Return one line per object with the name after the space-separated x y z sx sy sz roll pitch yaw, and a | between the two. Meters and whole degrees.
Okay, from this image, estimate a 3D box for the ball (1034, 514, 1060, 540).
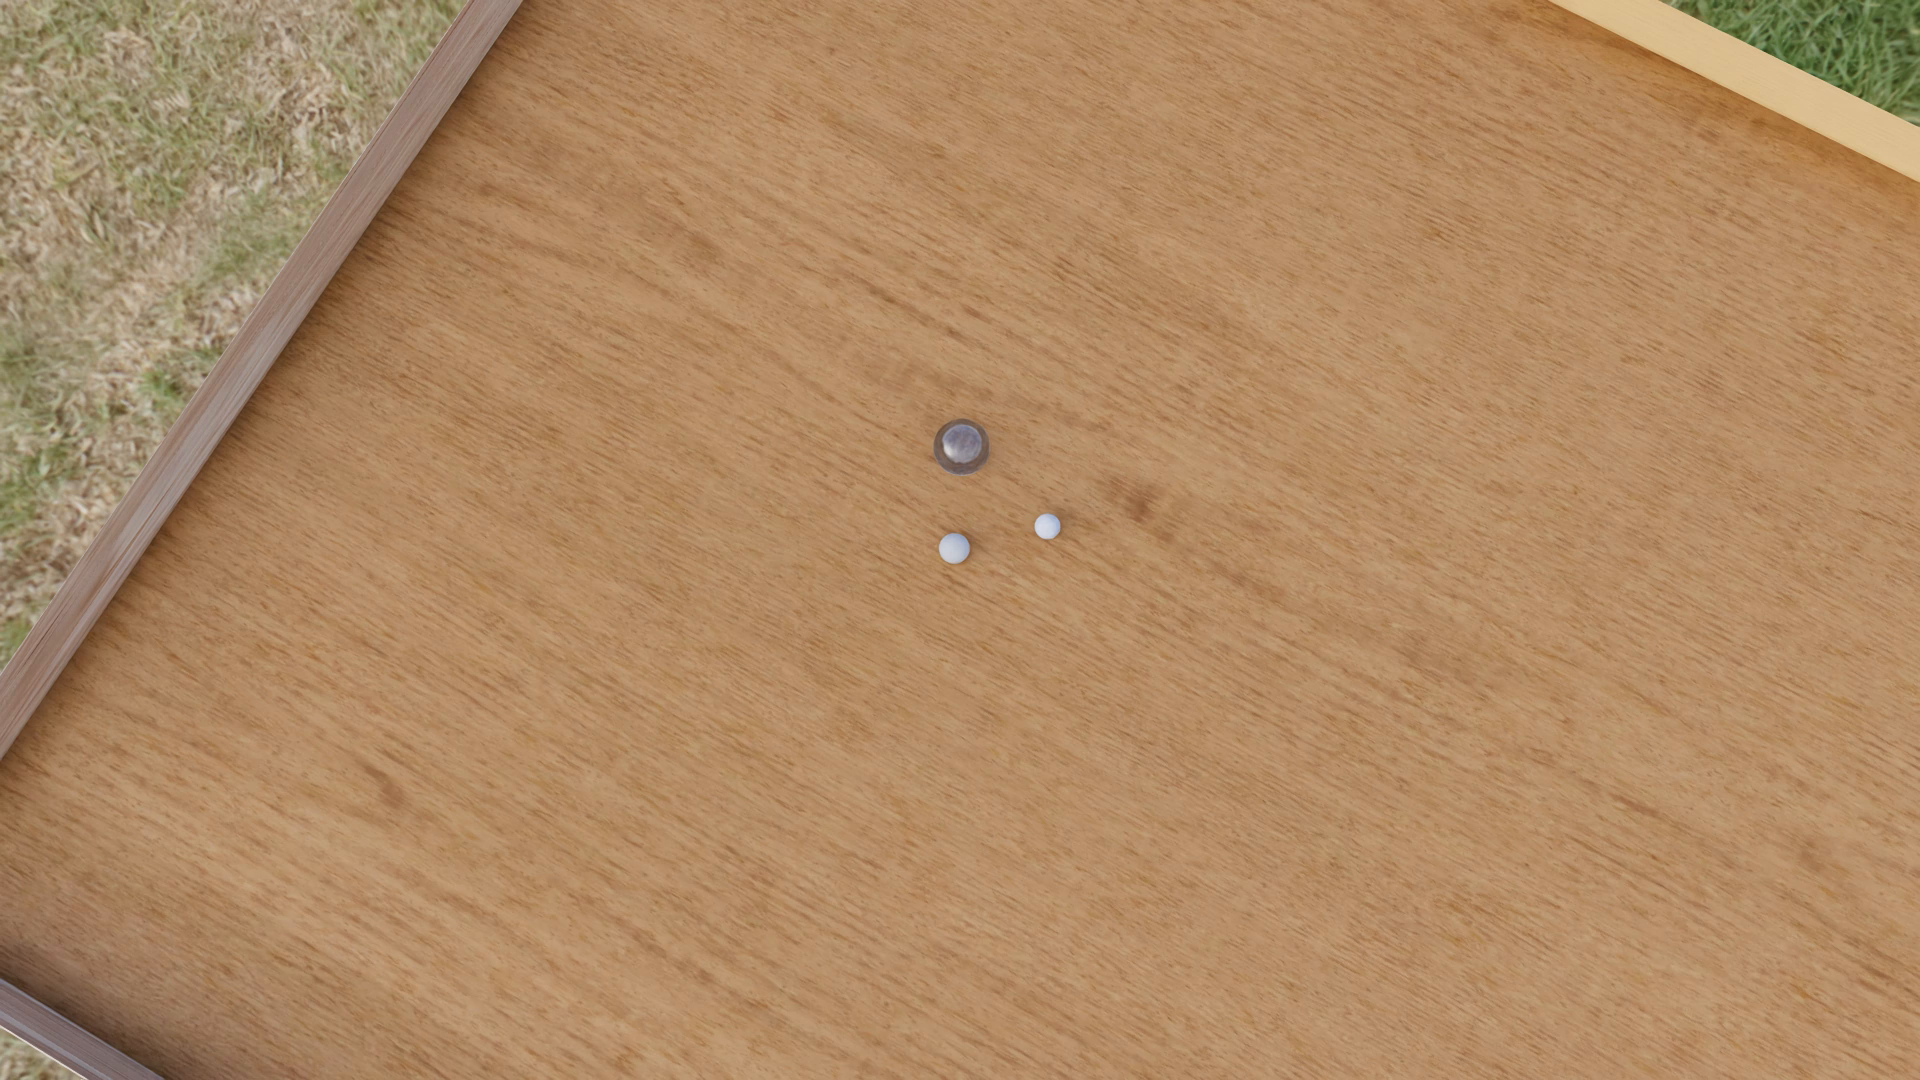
0.134 -0.021 3.373 0.040 0.040 0.040 0 75 0 | ball

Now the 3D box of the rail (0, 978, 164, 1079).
0.334 1.586 2.890 4.420 0.125 0.045 29 77 7 | rail

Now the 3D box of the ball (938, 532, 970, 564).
-0.009 0.013 3.360 0.048 0.048 0.048 0 75 0 | ball

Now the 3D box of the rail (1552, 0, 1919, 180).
1.589 -0.553 3.473 4.420 0.125 0.045 29 77 7 | rail

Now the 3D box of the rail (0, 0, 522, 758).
-0.941 -0.523 3.464 0.045 0.125 2.595 29 77 7 | rail

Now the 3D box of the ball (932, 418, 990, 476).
0.003 -0.143 3.381 0.089 0.089 0.089 0 75 0 | ball
